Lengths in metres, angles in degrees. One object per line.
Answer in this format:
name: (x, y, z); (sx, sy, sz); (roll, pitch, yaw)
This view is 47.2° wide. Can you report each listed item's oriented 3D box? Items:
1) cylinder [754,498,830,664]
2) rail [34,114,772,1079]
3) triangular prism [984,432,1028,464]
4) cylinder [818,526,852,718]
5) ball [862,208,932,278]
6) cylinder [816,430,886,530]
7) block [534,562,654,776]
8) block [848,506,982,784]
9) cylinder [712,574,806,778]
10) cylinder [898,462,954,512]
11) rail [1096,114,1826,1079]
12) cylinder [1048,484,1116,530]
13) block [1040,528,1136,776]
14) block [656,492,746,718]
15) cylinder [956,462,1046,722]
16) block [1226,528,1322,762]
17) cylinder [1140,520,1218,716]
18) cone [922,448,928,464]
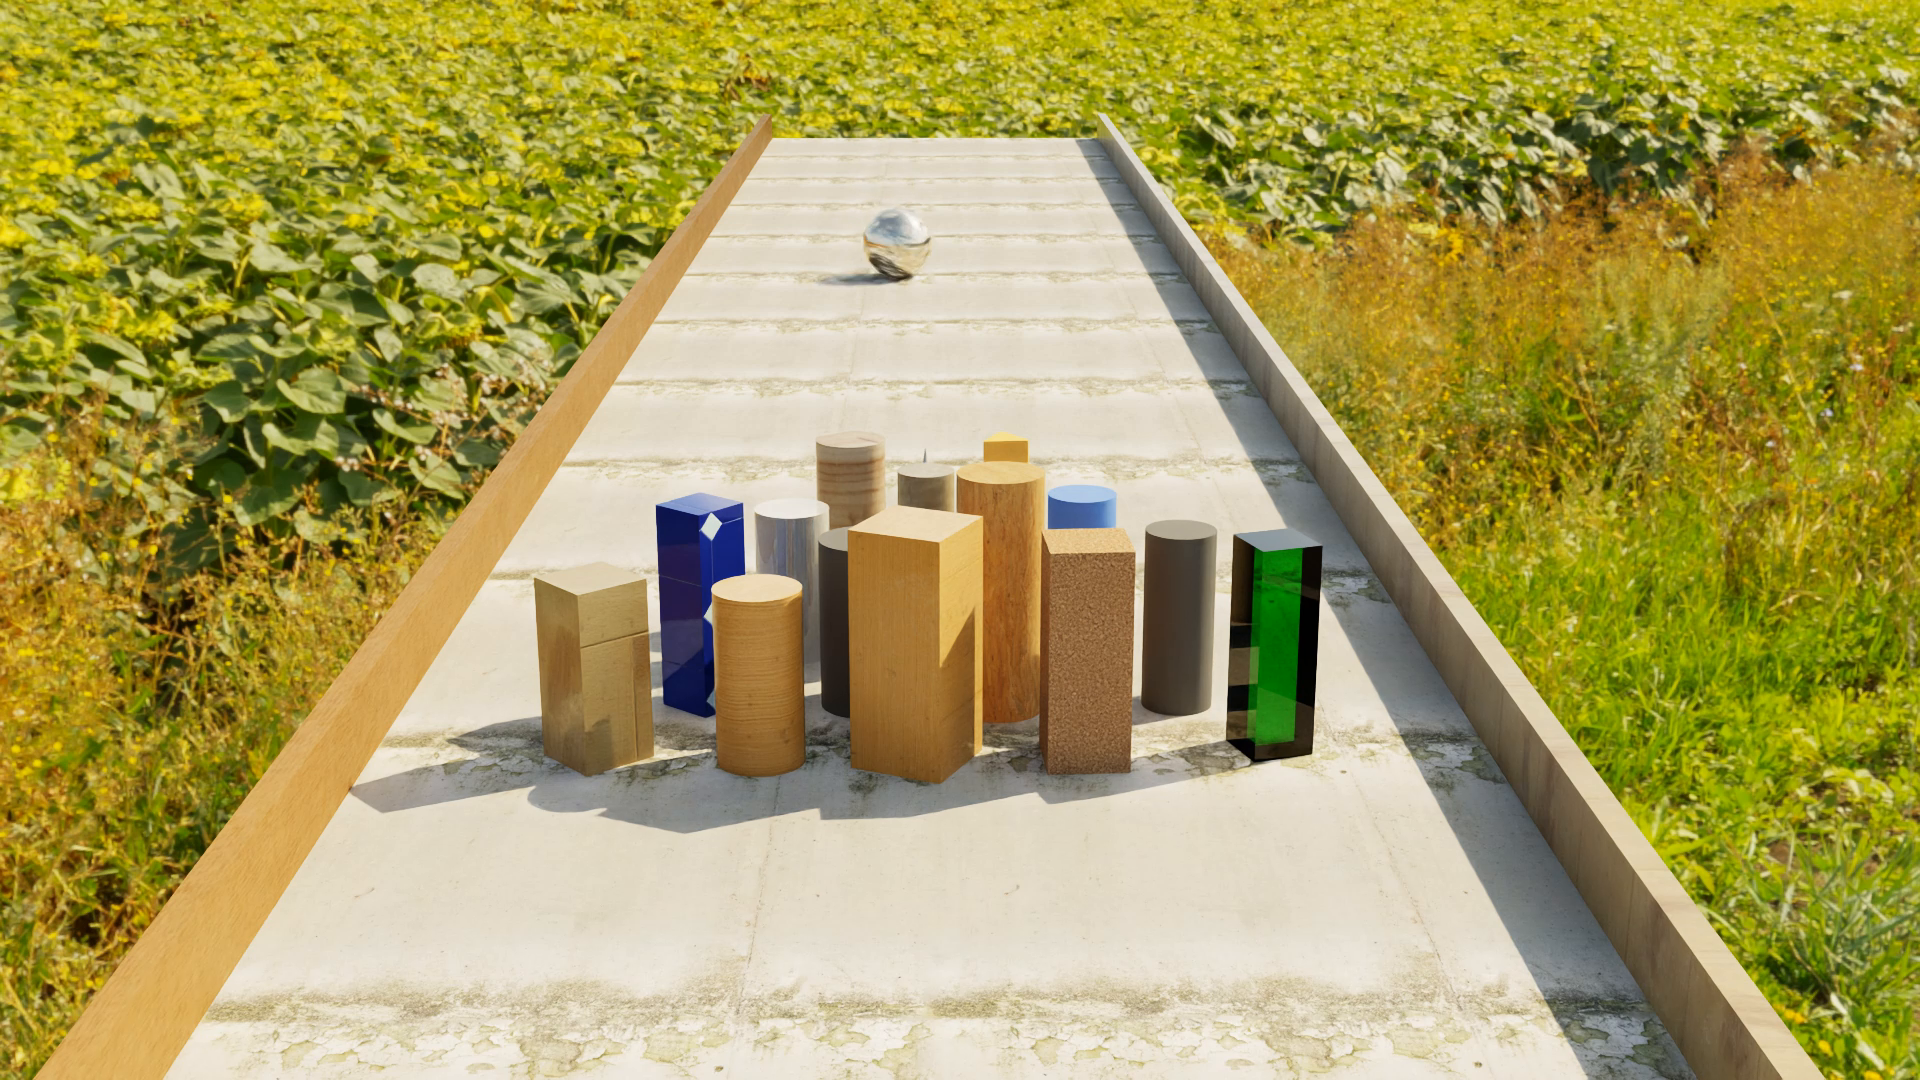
cylinder: (-0.335, 0.082, 4.416); (0.149, 0.304, 0.149); (0, 17, 0)
rail: (-1.118, -0.838, 7.780); (0.050, 0.150, 12.000); (0, 17, -1)
triangular prism: (0.092, -0.031, 4.651); (0.094, 0.388, 0.081); (-2, 17, -6)
cylinder: (-0.178, 0.153, 4.138); (0.172, 0.326, 0.172); (0, 17, 0)
ball: (-0.248, -1.176, 8.702); (0.274, 0.274, 0.274); (0, 17, 0)
cylinder: (-0.229, -0.027, 4.647); (0.146, 0.383, 0.146); (0, 17, 0)
block: (-0.646, 0.225, 3.885); (0.141, 0.333, 0.141); (-14, 22, -40)
block: (-0.076, 0.180, 3.854); (0.175, 0.437, 0.175); (8, 18, 24)
cylinder: (-0.353, 0.237, 3.865); (0.158, 0.322, 0.158); (0, 17, 0)
cylinder: (-0.067, 0.046, 4.401); (0.113, 0.383, 0.113); (0, 17, 0)
rail: (0.932, -0.844, 7.801); (0.050, 0.150, 12.000); (0, 17, -1)
cylinder: (0.243, 0.067, 4.420); (0.137, 0.332, 0.137); (0, 17, 0)
block: (0.221, 0.195, 3.861); (0.146, 0.405, 0.146); (-1, 17, -4)
block: (-0.483, 0.121, 4.129); (0.115, 0.394, 0.115); (13, 21, 37)
cylinder: (0.075, 0.096, 4.096); (0.163, 0.460, 0.163); (0, 17, 0)
block: (0.557, 0.187, 3.914); (0.116, 0.391, 0.116); (-6, 18, -19)
cylinder: (0.411, 0.145, 4.134); (0.133, 0.344, 0.133); (0, 17, 0)
cone: (-0.076, -0.056, 4.868); (0.117, 0.311, 0.117); (0, 17, 0)
